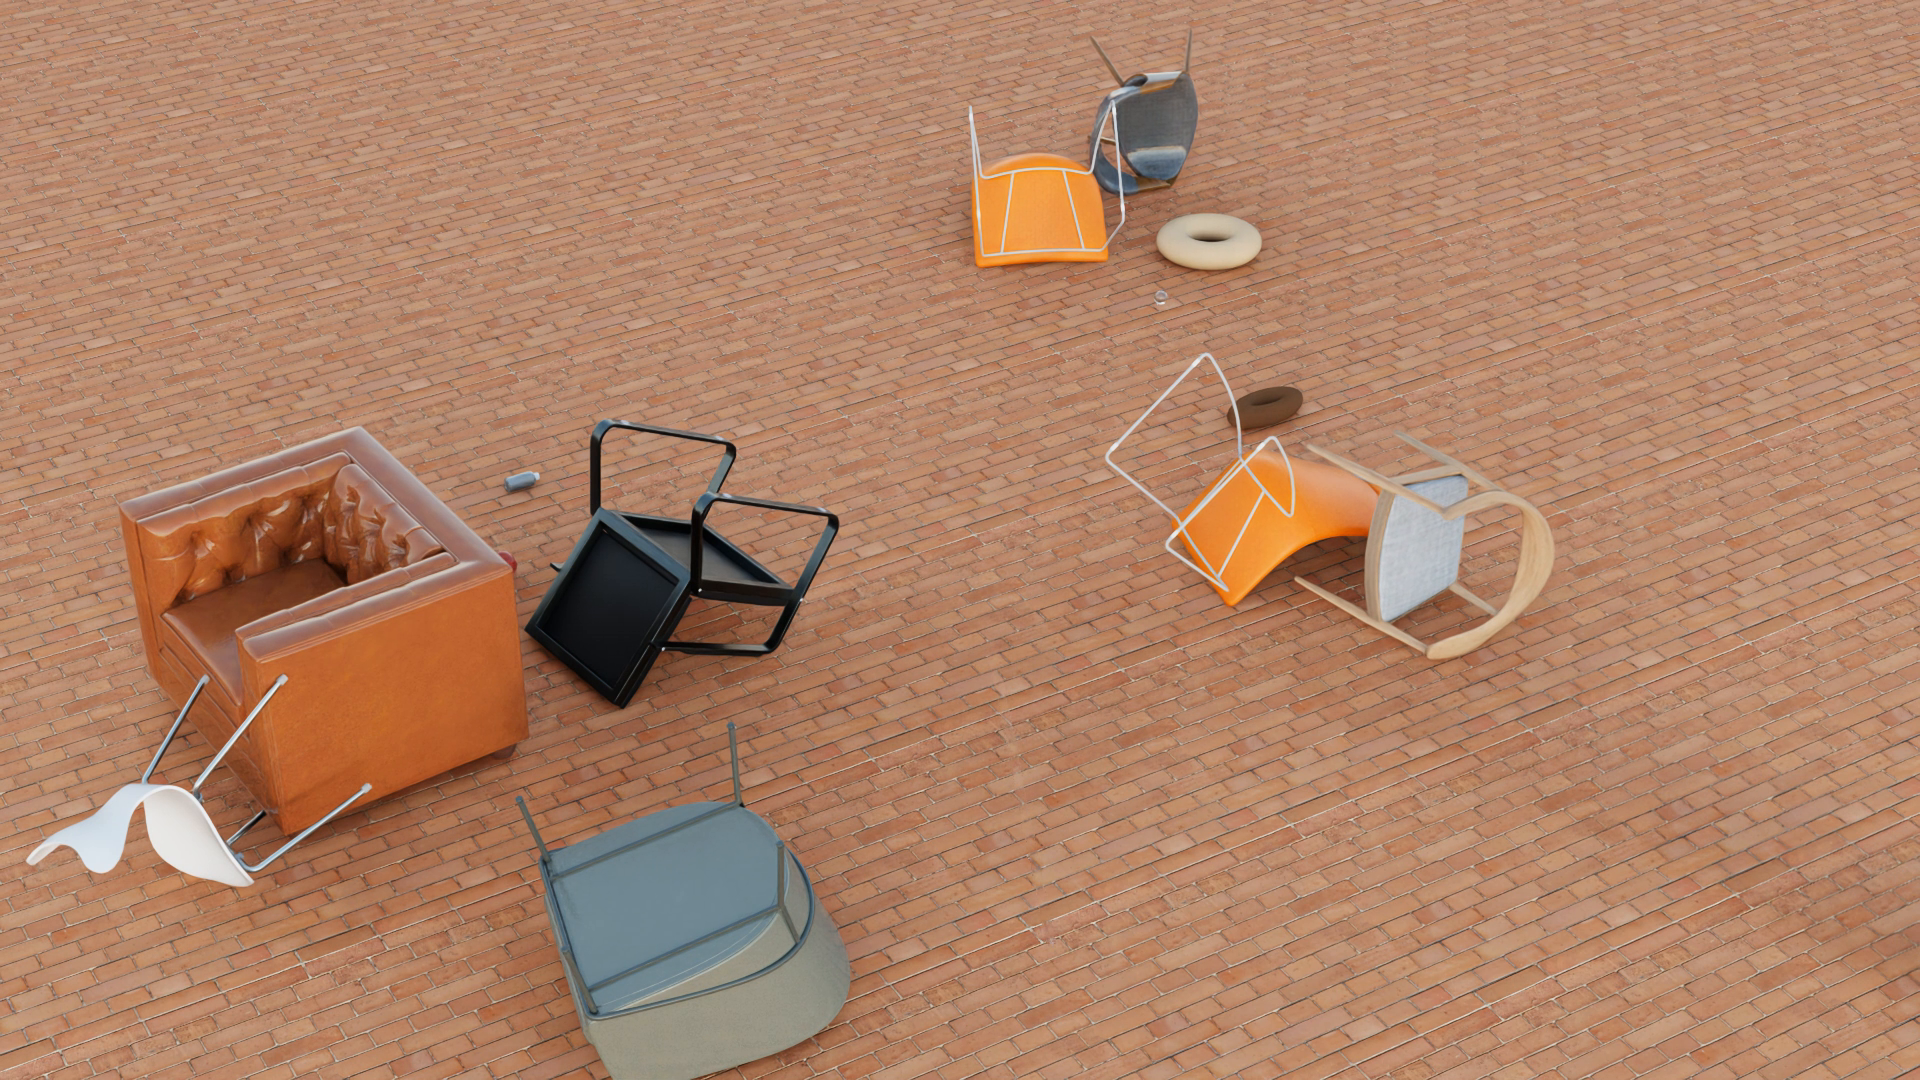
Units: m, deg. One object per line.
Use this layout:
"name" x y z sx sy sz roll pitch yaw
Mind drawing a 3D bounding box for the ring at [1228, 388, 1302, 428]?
"ring" 1.214 -0.527 11.659 0.360 0.095 0.166 -19 36 -27

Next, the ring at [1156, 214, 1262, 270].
"ring" 1.089 -1.305 12.820 0.465 0.119 0.403 -1 34 -4

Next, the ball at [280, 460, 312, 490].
"ball" -2.540 -0.249 11.218 0.115 0.115 0.115 0 33 0

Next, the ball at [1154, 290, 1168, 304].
"ball" 0.854 -1.030 12.452 0.060 0.060 0.060 0 33 0
